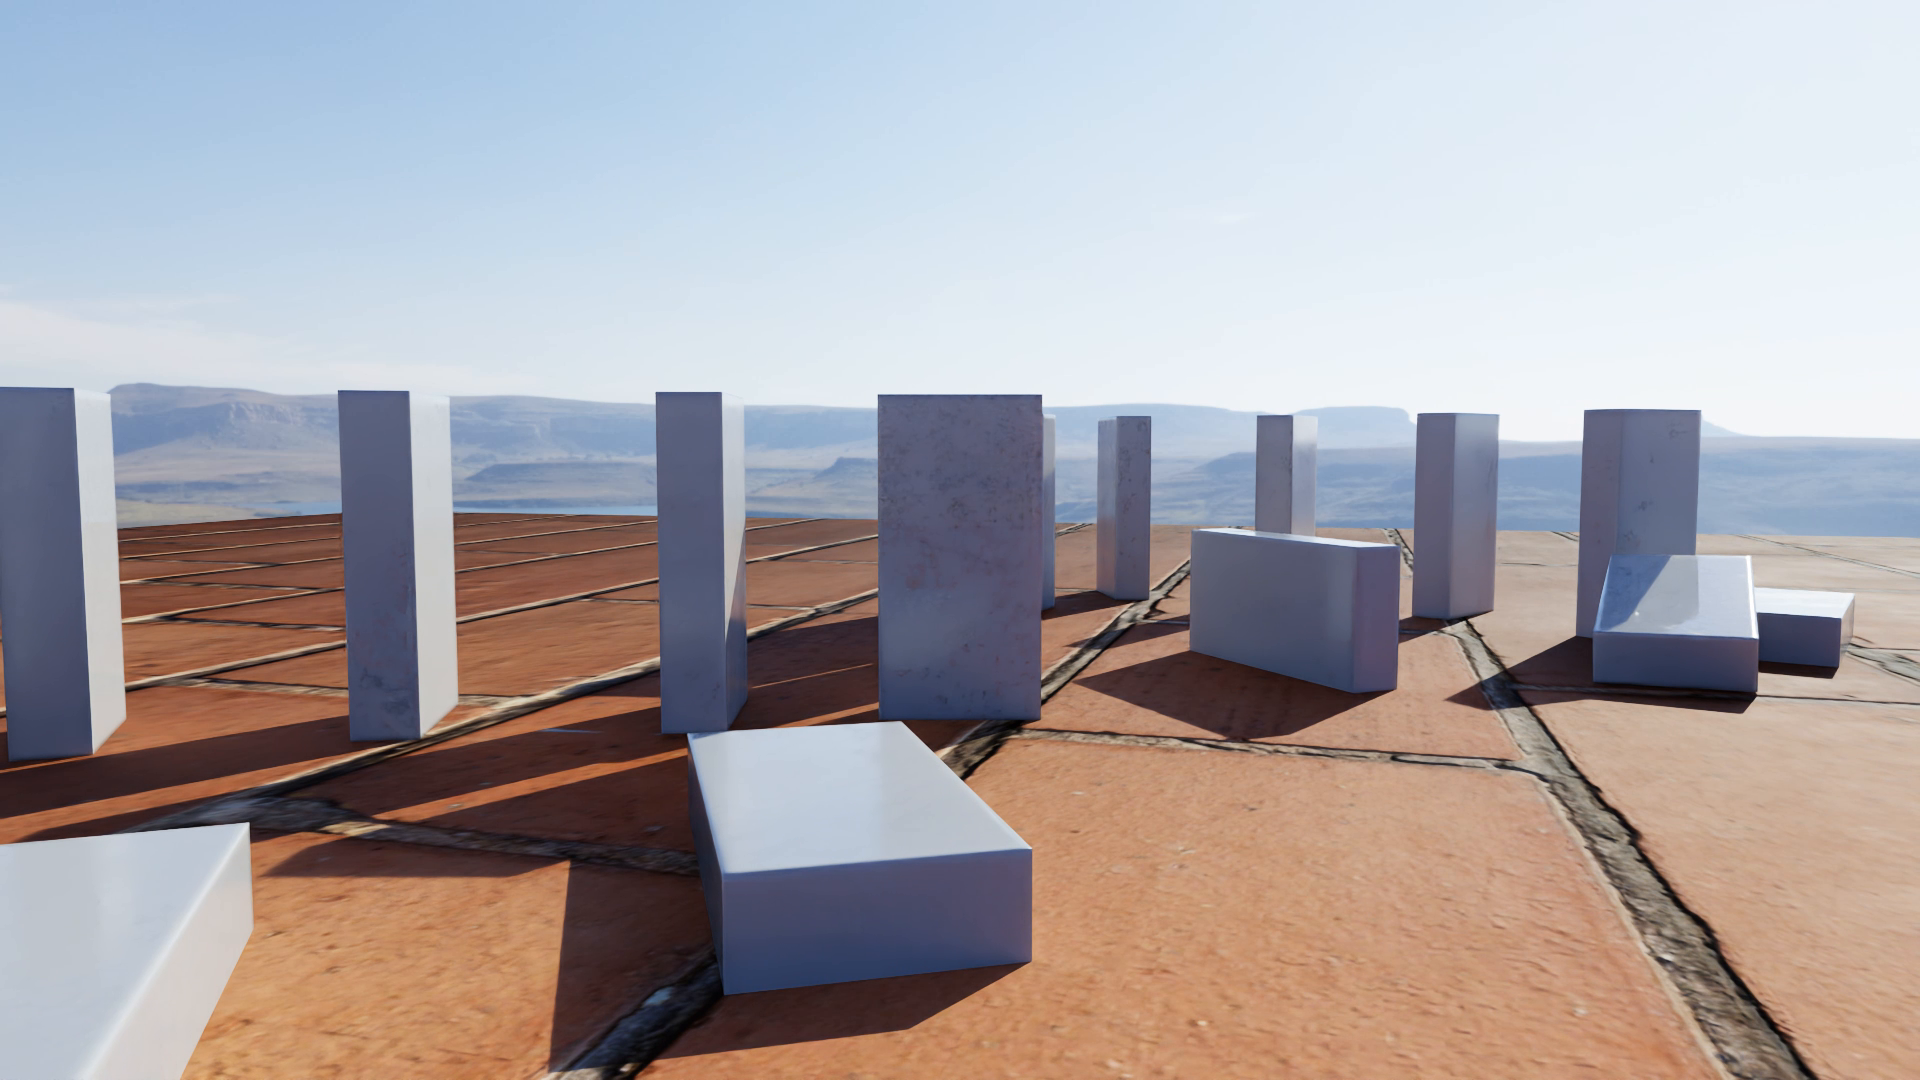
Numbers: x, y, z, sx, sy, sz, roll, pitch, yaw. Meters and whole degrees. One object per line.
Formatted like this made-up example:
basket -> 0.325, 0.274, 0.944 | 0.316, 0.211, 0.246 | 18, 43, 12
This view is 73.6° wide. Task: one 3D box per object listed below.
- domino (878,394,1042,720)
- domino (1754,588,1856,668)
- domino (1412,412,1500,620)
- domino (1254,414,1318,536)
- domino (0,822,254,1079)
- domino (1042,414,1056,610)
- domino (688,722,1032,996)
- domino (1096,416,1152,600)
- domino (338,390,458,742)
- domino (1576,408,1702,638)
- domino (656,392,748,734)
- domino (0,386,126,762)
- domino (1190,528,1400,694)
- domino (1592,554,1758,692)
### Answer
domino -> 0.000, 0.002, 0.201 | 0.025, 0.050, 0.009 | 0, 4, 0
domino -> 0.173, 0.017, 0.271 | 0.025, 0.009, 0.050 | 3, 5, 37
domino -> 0.124, -0.006, 0.321 | 0.025, 0.050, 0.010 | -4, 6, -44
domino -> 0.089, -0.009, 0.348 | 0.010, 0.050, 0.025 | 2, 5, 30
domino -> -0.065, 0.031, 0.085 | 0.025, 0.010, 0.050 | -2, 5, -20
domino -> 0.011, -0.008, 0.334 | 0.025, 0.050, 0.009 | 2, 5, 24
domino -> -0.013, 0.028, 0.126 | 0.025, 0.009, 0.050 | -1, 4, -15
domino -> 0.046, -0.009, 0.360 | 0.009, 0.050, 0.025 | 0, 4, -6
domino -> -0.085, 0.003, 0.195 | 0.010, 0.050, 0.025 | -1, 4, -9
domino -> 0.150, -0.004, 0.284 | 0.025, 0.050, 0.010 | -2, 5, -24
domino -> -0.040, 0.003, 0.199 | 0.010, 0.050, 0.025 | 0, 4, -2
domino -> -0.128, 0.004, 0.183 | 0.009, 0.050, 0.025 | -2, 5, -24
domino -> 0.062, 0.012, 0.243 | 0.009, 0.025, 0.050 | -2, 5, -23
domino -> 0.135, 0.014, 0.243 | 0.025, 0.009, 0.050 | 1, 16, 30
